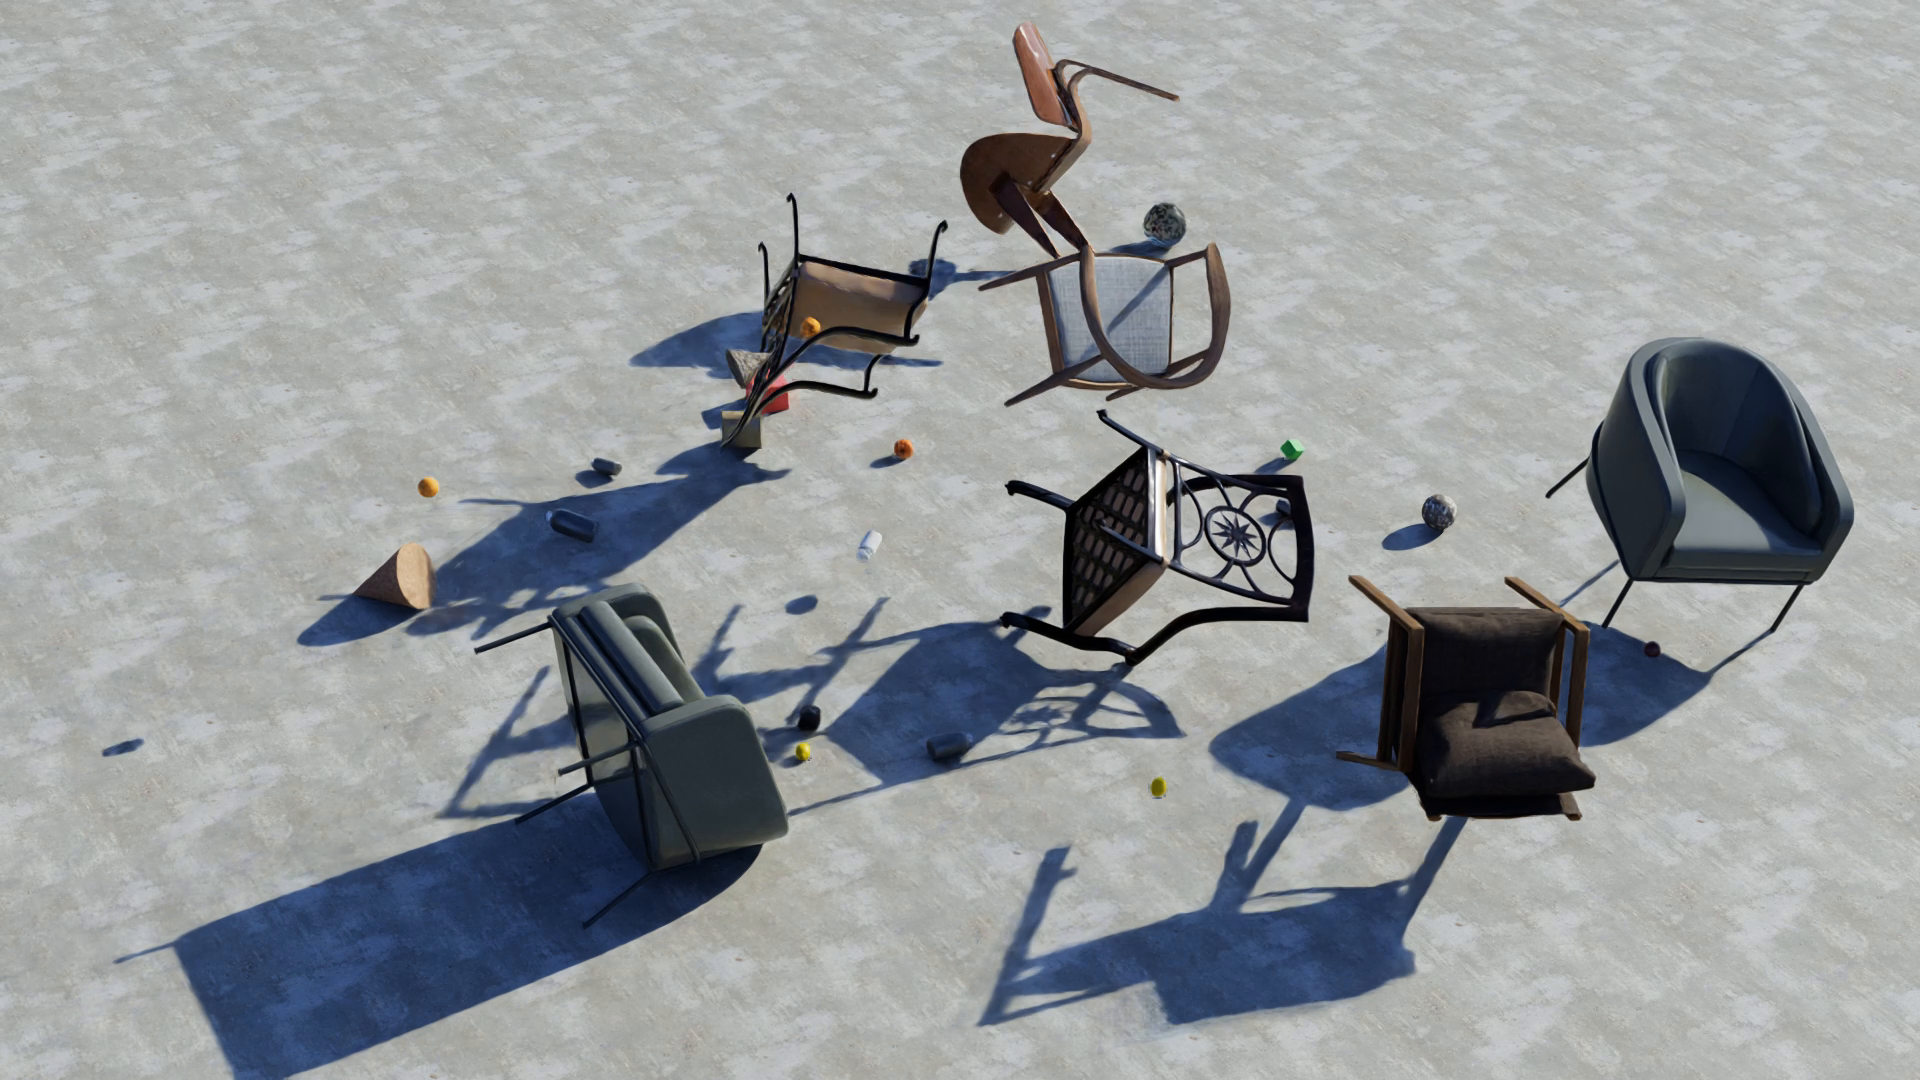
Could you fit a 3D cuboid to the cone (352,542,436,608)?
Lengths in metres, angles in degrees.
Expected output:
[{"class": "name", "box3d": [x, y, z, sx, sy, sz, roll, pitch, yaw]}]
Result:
[{"class": "cone", "box3d": [-2.083, 0.162, 10.597, 0.283, 0.242, 0.273, -15, 21, 20]}]

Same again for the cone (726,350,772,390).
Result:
[{"class": "cone", "box3d": [-0.754, -0.652, 10.724, 0.151, 0.147, 0.159, -24, 78, -15]}]

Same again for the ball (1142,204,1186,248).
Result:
[{"class": "ball", "box3d": [0.898, -1.381, 12.864, 0.193, 0.193, 0.193, 0, 33, 0]}]

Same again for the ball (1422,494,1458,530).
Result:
[{"class": "ball", "box3d": [1.797, -0.106, 10.983, 0.134, 0.134, 0.134, 0, 33, 0]}]

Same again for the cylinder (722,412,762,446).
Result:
[{"class": "cylinder", "box3d": [-0.849, -0.434, 11.454, 0.148, 0.180, 0.128, 0, 68, 0]}]

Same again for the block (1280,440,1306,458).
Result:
[{"class": "block", "box3d": [1.294, -0.353, 11.394, 0.076, 0.050, 0.054, -6, 56, -54]}]

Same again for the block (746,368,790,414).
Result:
[{"class": "block", "box3d": [-0.773, -0.597, 11.746, 0.137, 0.115, 0.148, -11, 35, -16]}]

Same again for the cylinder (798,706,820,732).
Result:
[{"class": "cylinder", "box3d": [-0.511, 0.606, 9.957, 0.069, 0.064, 0.064, -3, 30, -20]}]
